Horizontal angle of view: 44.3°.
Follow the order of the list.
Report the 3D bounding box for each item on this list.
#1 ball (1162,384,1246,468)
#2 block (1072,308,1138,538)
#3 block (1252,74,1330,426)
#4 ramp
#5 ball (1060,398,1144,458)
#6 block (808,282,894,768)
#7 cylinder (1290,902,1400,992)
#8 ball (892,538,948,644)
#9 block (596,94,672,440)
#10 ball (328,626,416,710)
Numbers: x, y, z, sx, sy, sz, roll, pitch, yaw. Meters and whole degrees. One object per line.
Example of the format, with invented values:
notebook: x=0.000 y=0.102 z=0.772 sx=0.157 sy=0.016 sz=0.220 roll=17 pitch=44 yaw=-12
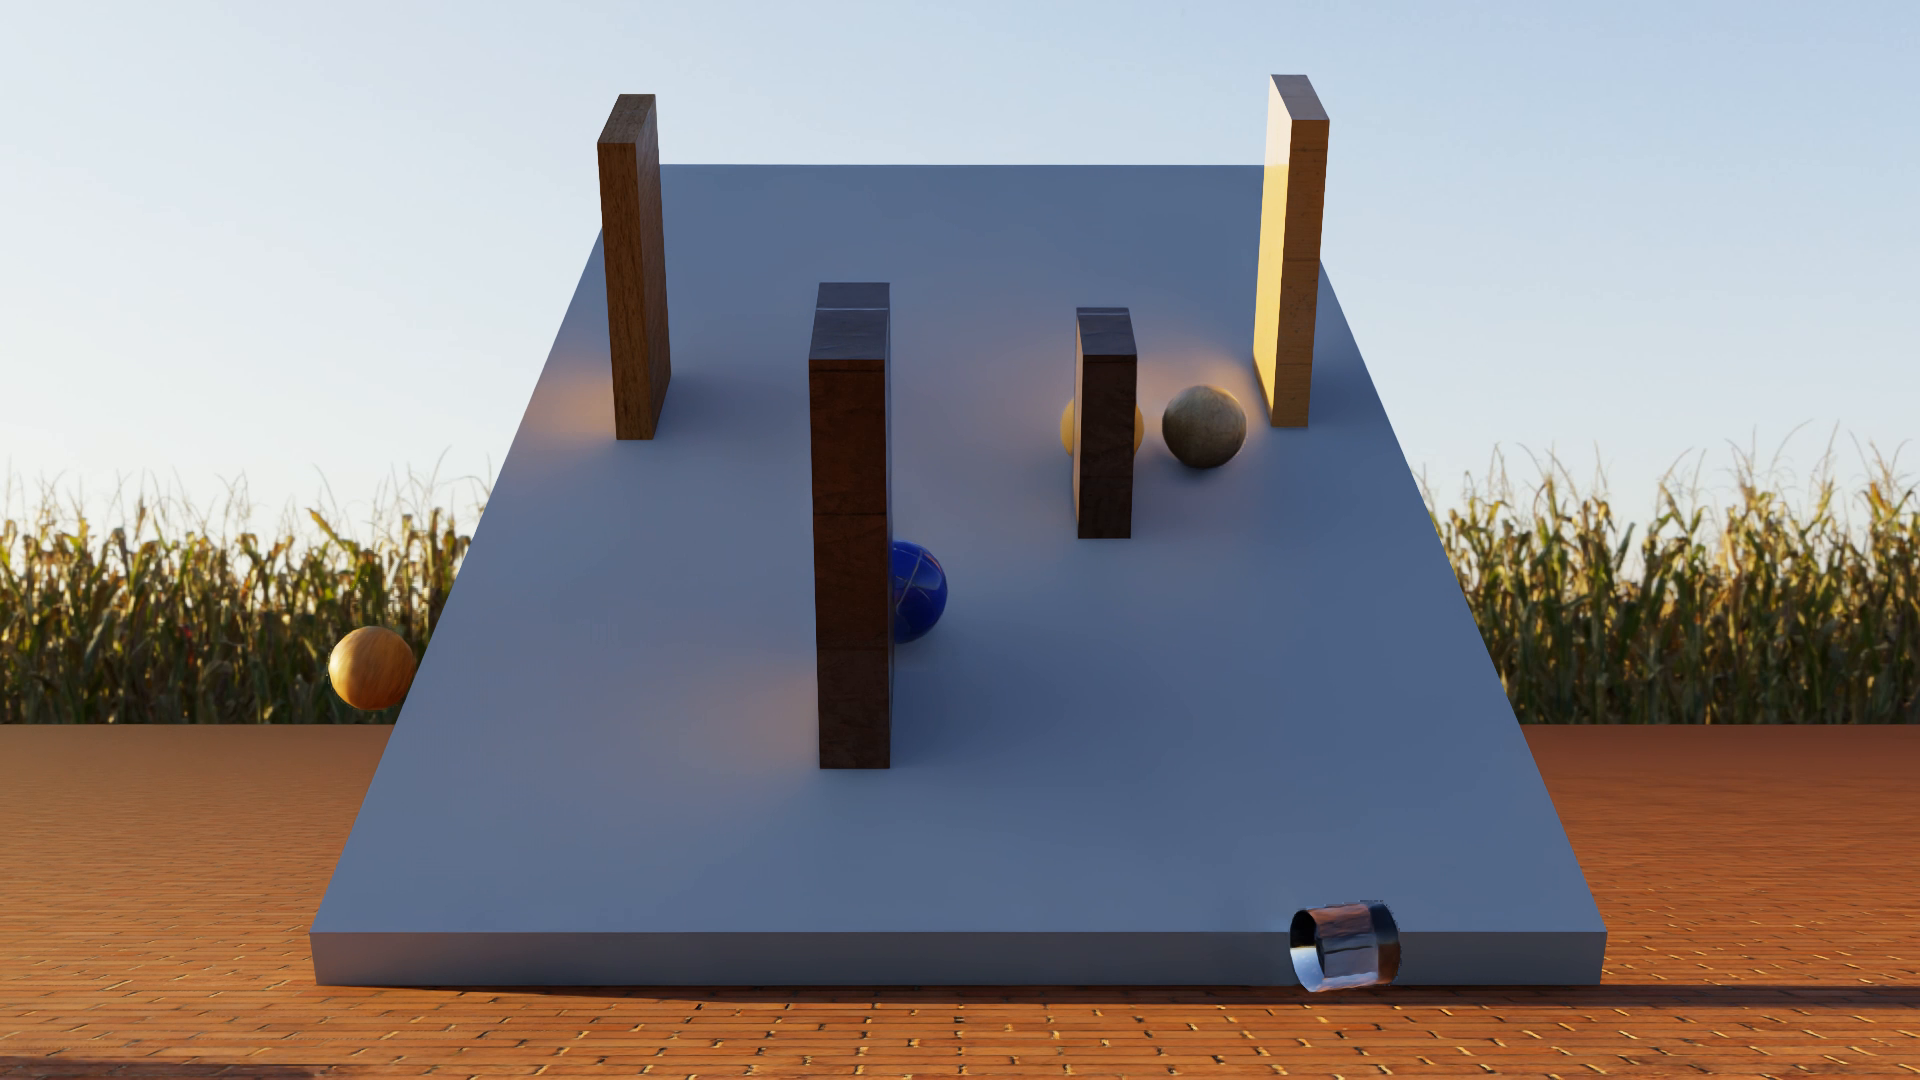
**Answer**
ball: x=0.536 y=-0.251 z=5.171 sx=0.185 sy=0.185 sz=0.185 roll=0 pitch=-4 yaw=0
block: x=0.298 y=-0.245 z=4.905 sx=0.109 sy=0.408 sz=0.268 roll=0 pitch=26 yaw=0
block: x=0.755 y=-0.665 z=5.411 sx=0.083 sy=0.721 sz=0.376 roll=0 pitch=26 yaw=0
ramp: x=-0.010 y=-0.229 z=5.448 sx=2.000 sy=0.100 sz=4.000 roll=0 pitch=26 yaw=0
ball: x=0.310 y=-0.244 z=5.157 sx=0.185 sy=0.185 sz=0.185 roll=0 pitch=-4 yaw=0
block: x=-0.181 y=-0.024 z=4.052 sx=0.120 sy=0.756 sz=0.357 roll=0 pitch=26 yaw=0
cylinder: x=0.528 y=0.558 z=3.234 sx=0.112 sy=0.112 sz=0.112 roll=-4 pitch=-3 yaw=-16
ball: x=-0.122 y=0.097 z=4.441 sx=0.198 sy=0.198 sz=0.198 roll=0 pitch=-4 yaw=0
block: x=-0.735 y=-0.622 z=5.349 sx=0.082 sy=0.690 sz=0.388 roll=0 pitch=26 yaw=0
ball: x=-1.271 y=0.277 z=5.097 sx=0.182 sy=0.182 sz=0.182 roll=0 pitch=-4 yaw=0
